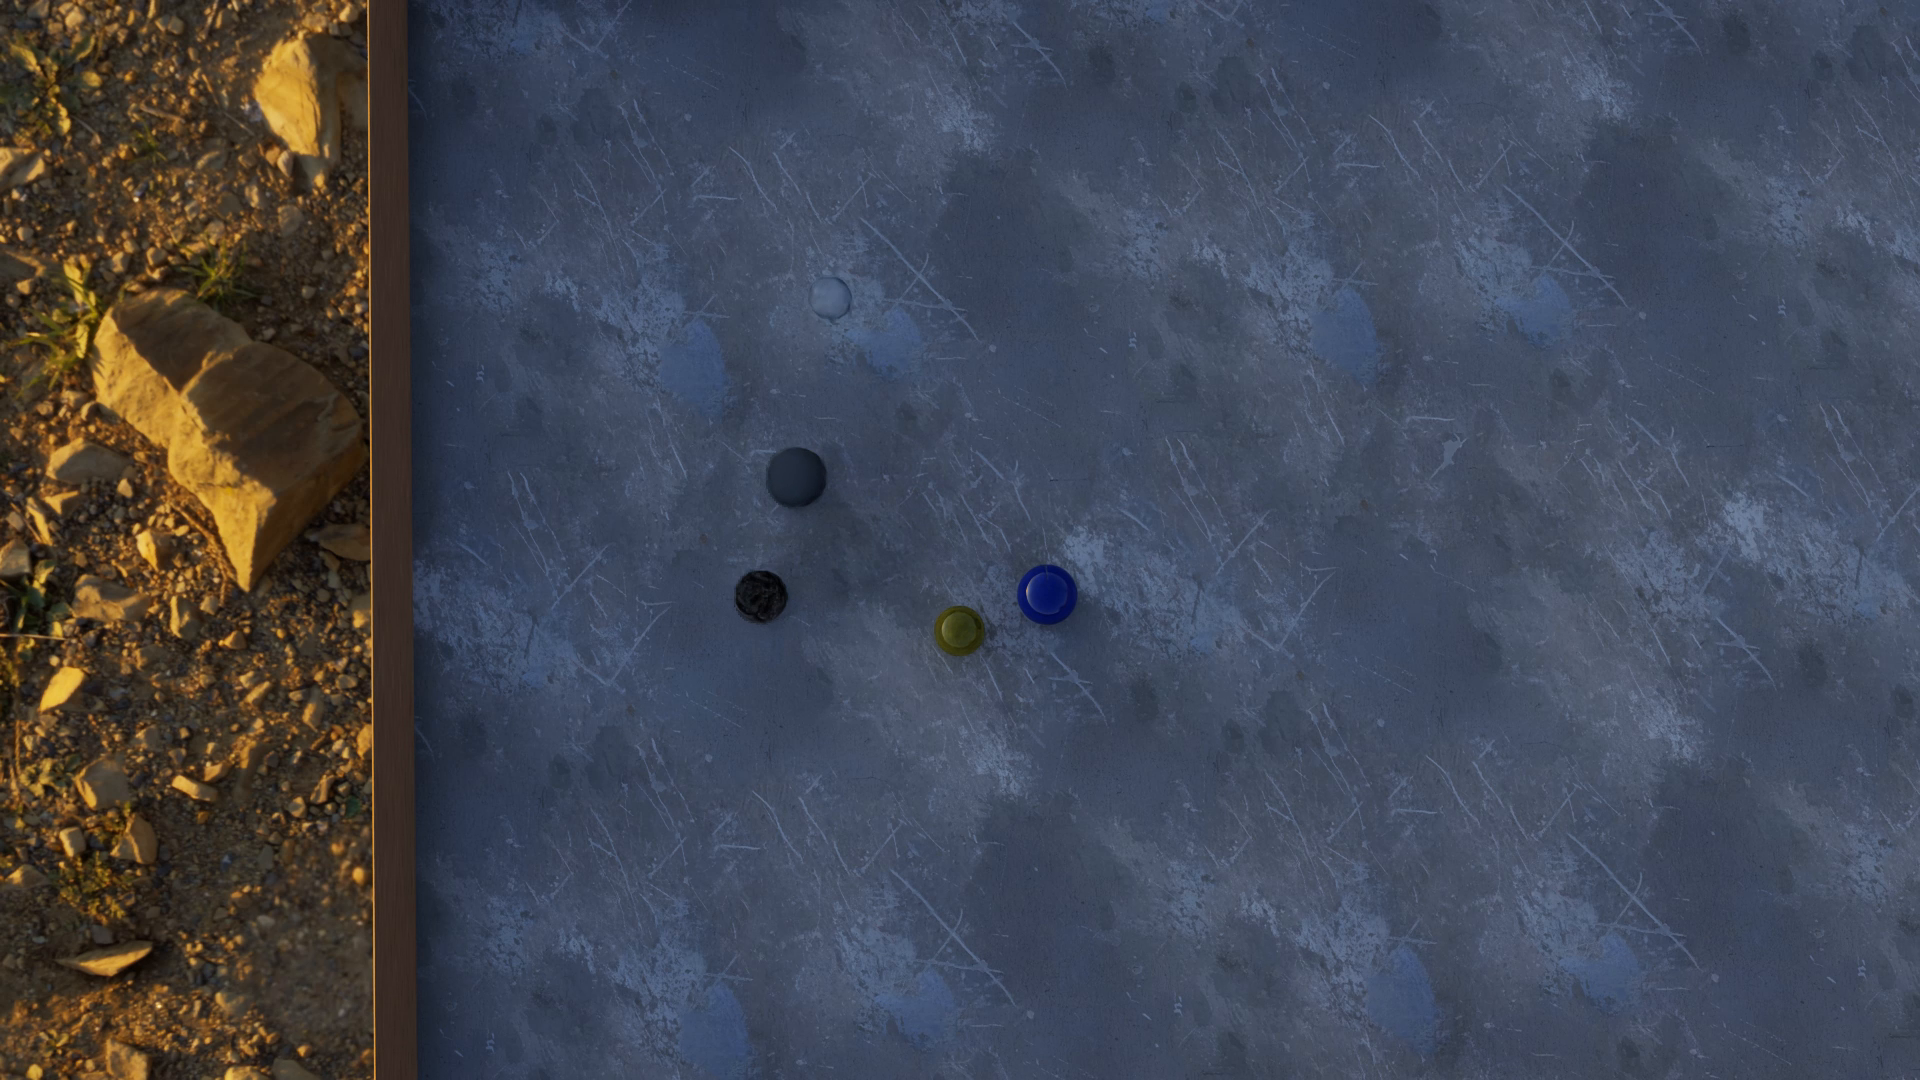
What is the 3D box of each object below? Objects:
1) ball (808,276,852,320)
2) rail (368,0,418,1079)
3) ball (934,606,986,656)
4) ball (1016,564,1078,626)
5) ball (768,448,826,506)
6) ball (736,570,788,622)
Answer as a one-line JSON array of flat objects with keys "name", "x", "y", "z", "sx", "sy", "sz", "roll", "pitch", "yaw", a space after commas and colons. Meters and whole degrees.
[{"name": "ball", "x": -0.198, "y": -0.368, "z": 3.350, "sx": 0.066, "sy": 0.066, "sz": 0.066, "roll": 0, "pitch": 80, "yaw": 0}, {"name": "rail", "x": -0.832, "y": 0.040, "z": 3.251, "sx": 0.045, "sy": 0.118, "sz": 1.922, "roll": -3, "pitch": 80, "yaw": -1}, {"name": "ball", "x": -0.001, "y": 0.135, "z": 3.256, "sx": 0.076, "sy": 0.076, "sz": 0.076, "roll": 0, "pitch": 80, "yaw": 0}, {"name": "ball", "x": 0.129, "y": 0.081, "z": 3.258, "sx": 0.091, "sy": 0.091, "sz": 0.091, "roll": 0, "pitch": 80, "yaw": 0}, {"name": "ball", "x": -0.244, "y": -0.094, "z": 3.290, "sx": 0.089, "sy": 0.089, "sz": 0.089, "roll": 0, "pitch": 80, "yaw": 0}, {"name": "ball", "x": -0.295, "y": 0.083, "z": 3.265, "sx": 0.077, "sy": 0.077, "sz": 0.077, "roll": 0, "pitch": 80, "yaw": 0}]
